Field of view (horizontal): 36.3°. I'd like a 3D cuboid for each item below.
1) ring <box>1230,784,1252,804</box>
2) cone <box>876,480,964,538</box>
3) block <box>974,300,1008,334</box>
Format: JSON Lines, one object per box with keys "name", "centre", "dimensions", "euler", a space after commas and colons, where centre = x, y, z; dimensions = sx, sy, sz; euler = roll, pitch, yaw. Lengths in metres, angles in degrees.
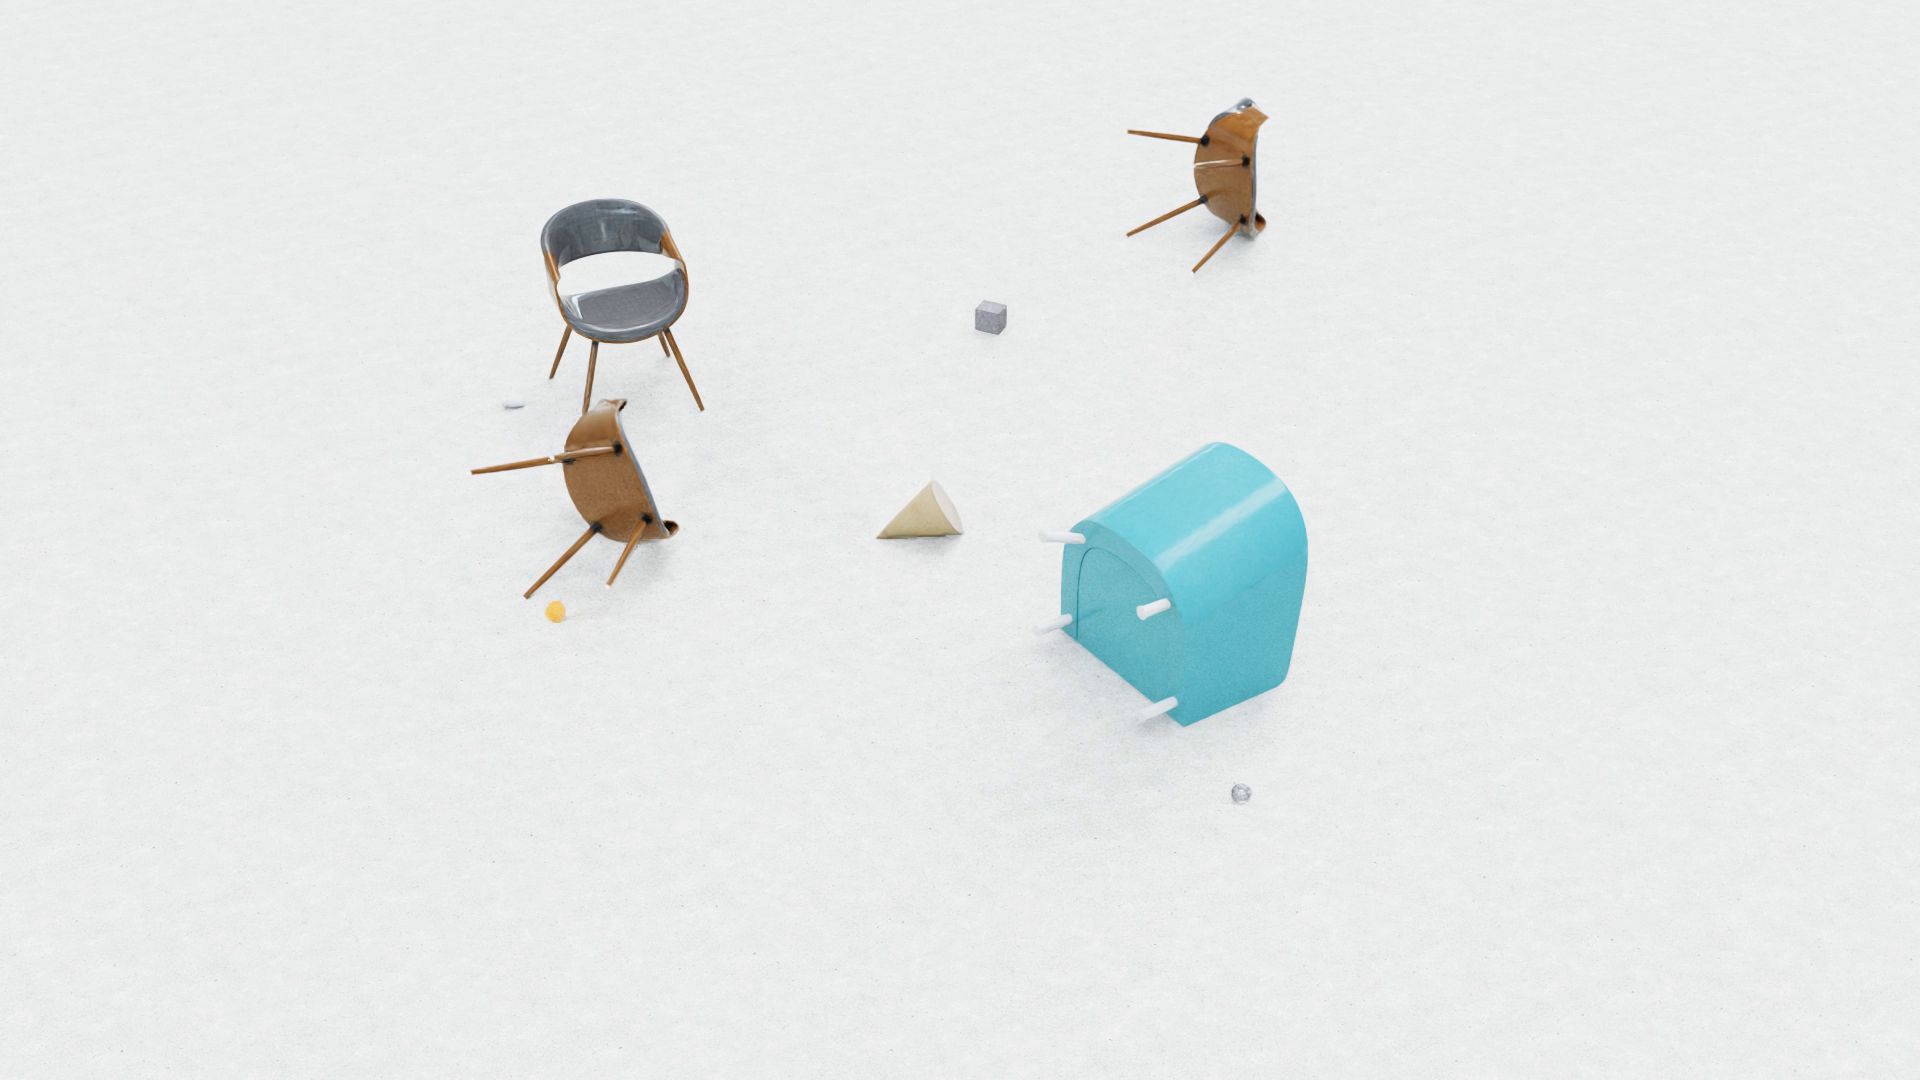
{"name": "ring", "centre": [0.928, 0.834, 9.657], "dimensions": [0.071, 0.024, 0.096], "euler": [3, 33, 7]}
{"name": "cone", "centre": [-0.184, -0.067, 10.926], "dimensions": [0.303, 0.323, 0.193], "euler": [-24, 64, 11]}
{"name": "block", "centre": [0.130, -0.931, 12.267], "dimensions": [0.107, 0.100, 0.087], "euler": [14, 36, 21]}
